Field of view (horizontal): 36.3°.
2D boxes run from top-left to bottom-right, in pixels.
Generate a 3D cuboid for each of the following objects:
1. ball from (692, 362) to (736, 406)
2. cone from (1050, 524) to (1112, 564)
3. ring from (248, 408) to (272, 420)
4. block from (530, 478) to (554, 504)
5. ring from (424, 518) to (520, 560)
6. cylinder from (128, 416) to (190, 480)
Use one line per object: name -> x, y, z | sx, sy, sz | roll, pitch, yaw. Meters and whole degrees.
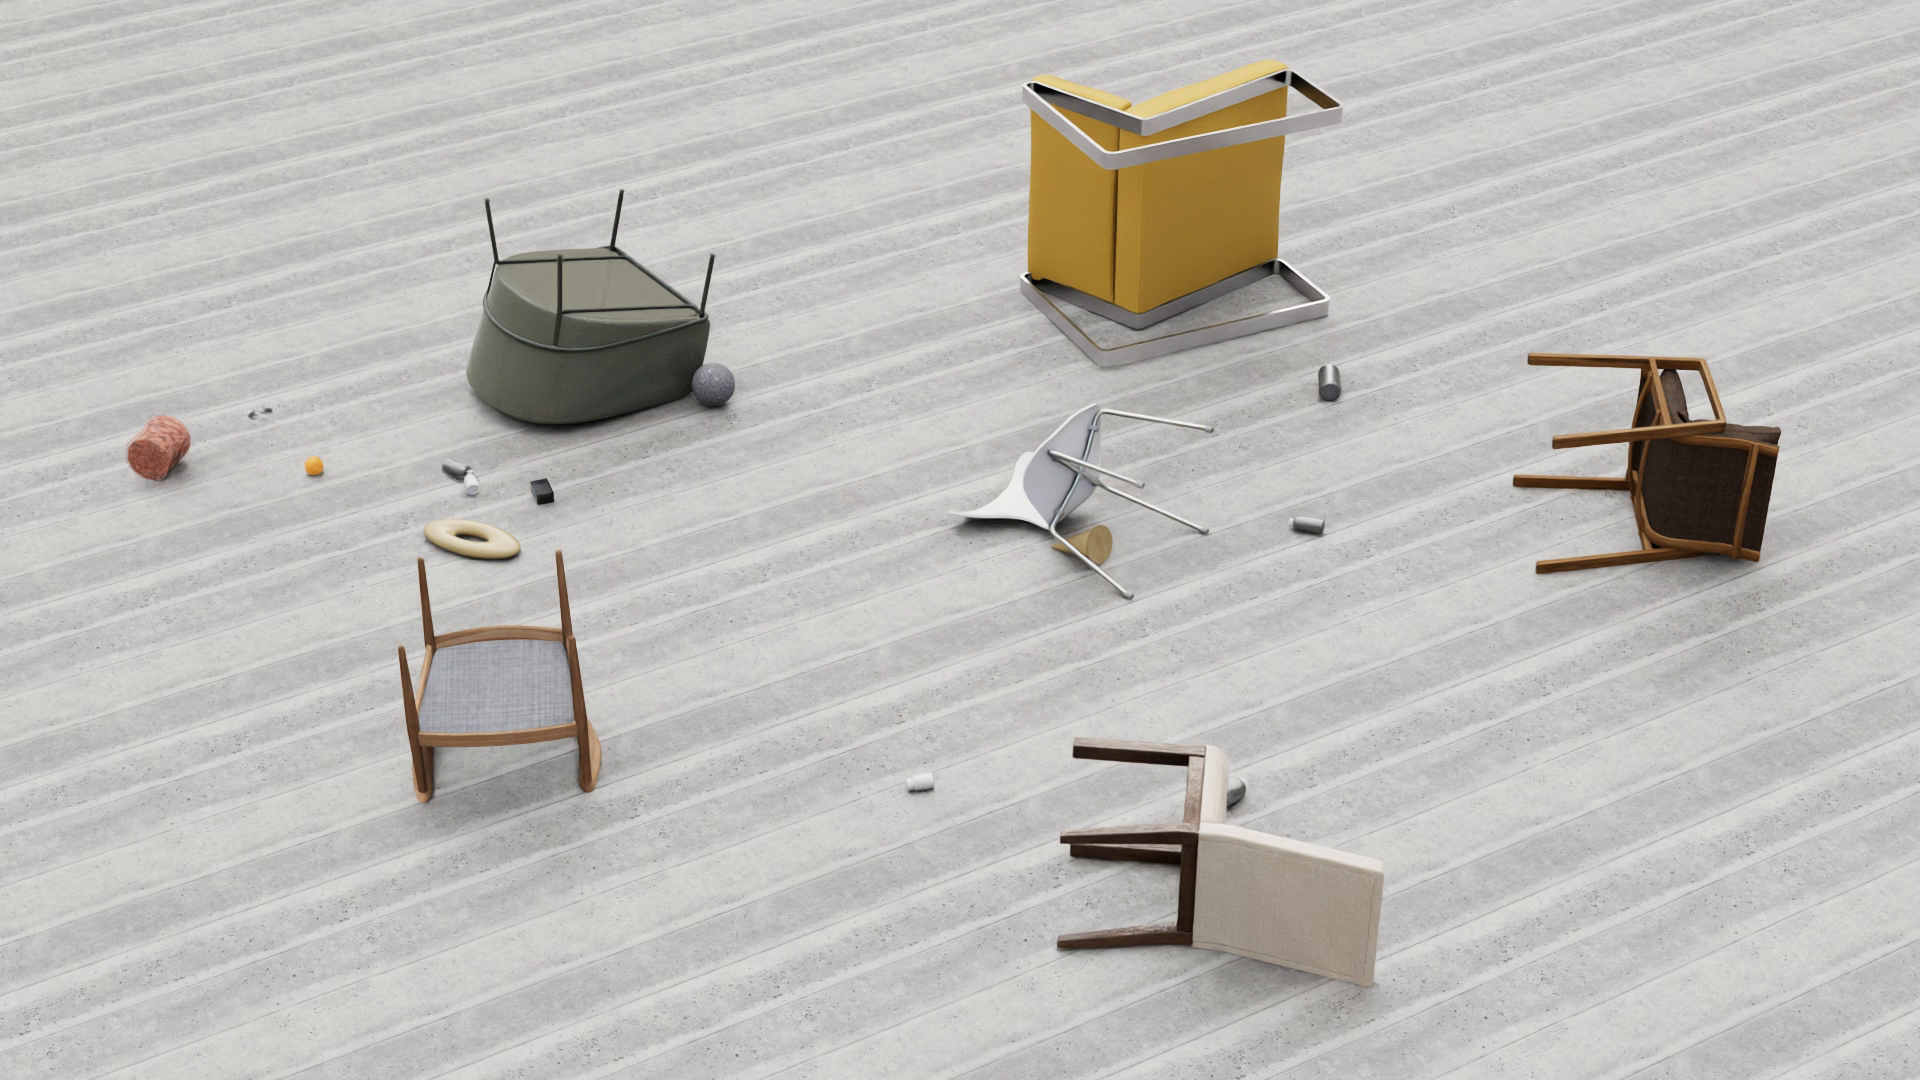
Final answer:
ball -> -0.987, -0.622, 11.729 | 0.175, 0.175, 0.175 | 0, 33, 0
cone -> 0.423, 0.020, 10.851 | 0.215, 0.140, 0.204 | -3, 12, 31
ring -> -2.779, -0.503, 11.645 | 0.096, 0.071, 0.024 | -16, 72, -14
block -> -1.594, -0.184, 11.183 | 0.066, 0.045, 0.105 | -12, 35, -17
ring -> -1.816, -0.005, 10.905 | 0.412, 0.053, 0.193 | 14, 35, 21
cylinder -> -3.091, -0.356, 11.318 | 0.172, 0.181, 0.185 | 20, 35, 4
